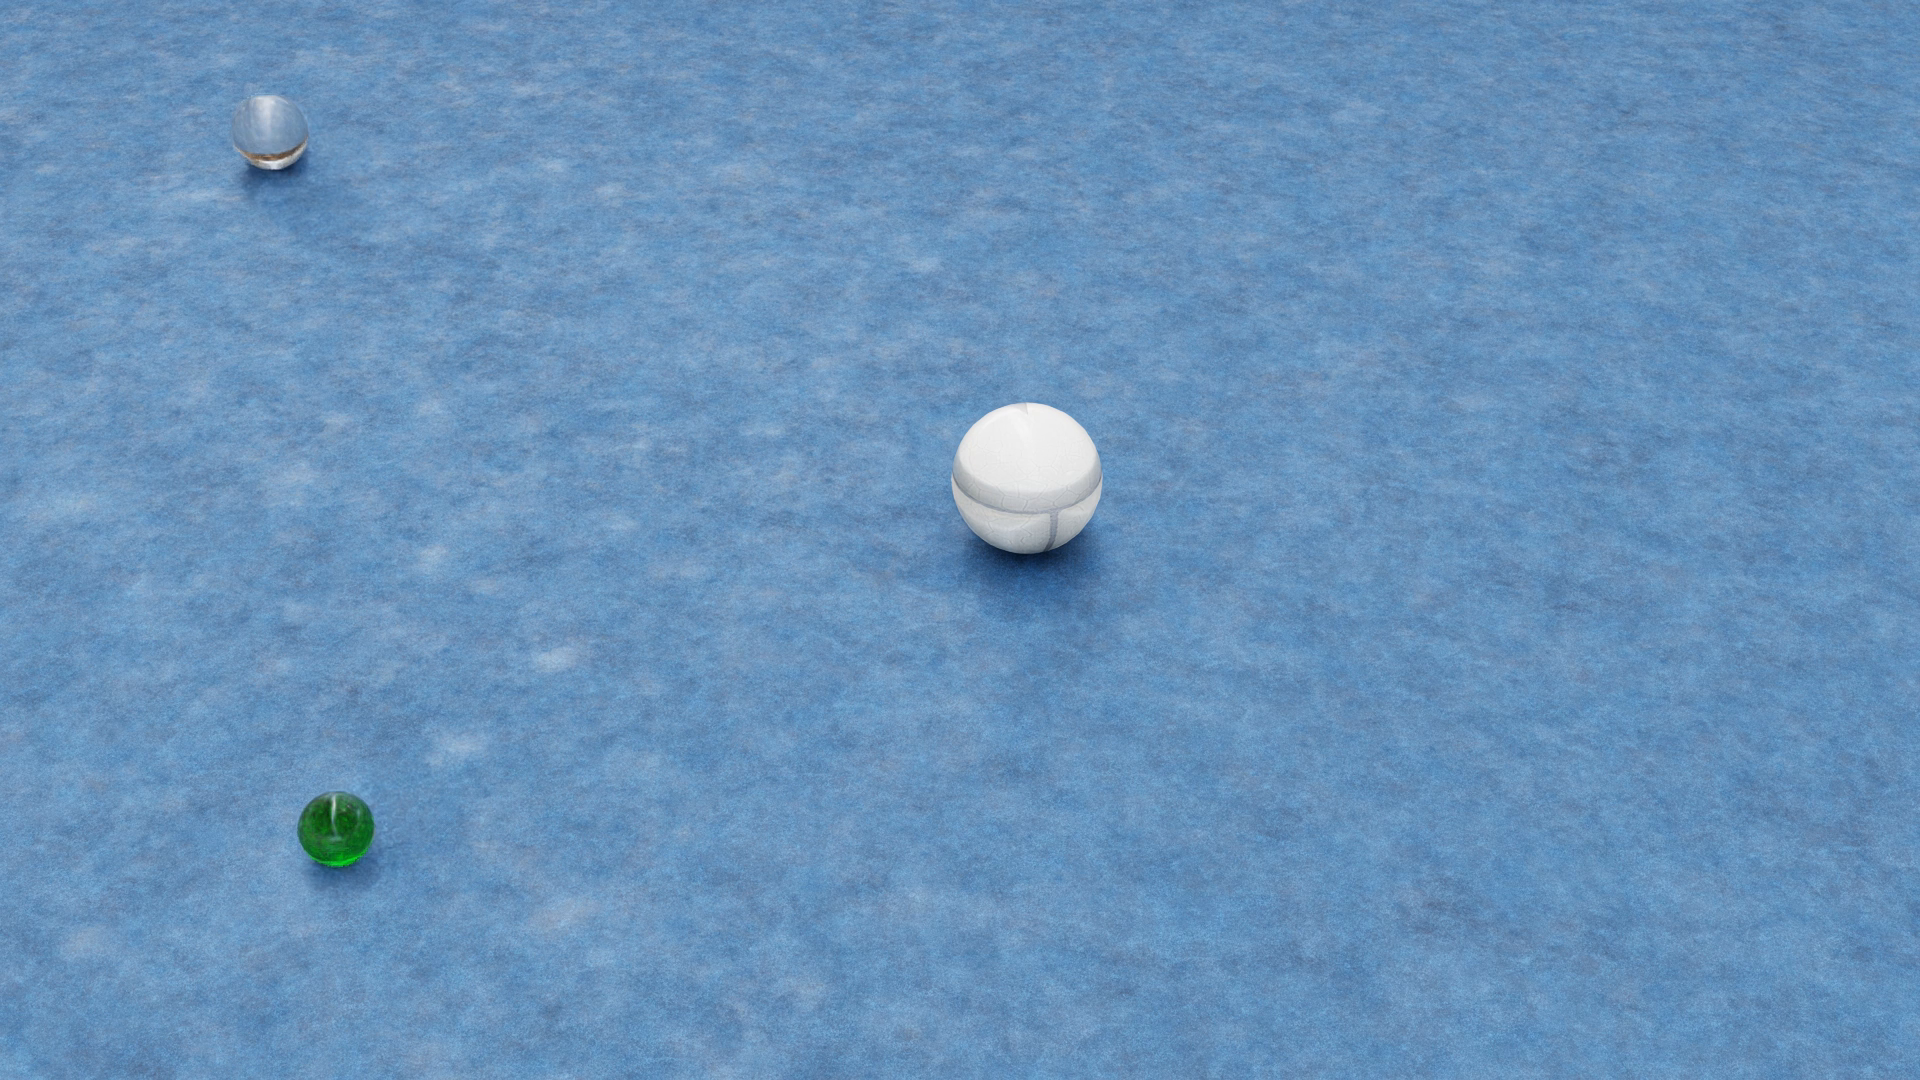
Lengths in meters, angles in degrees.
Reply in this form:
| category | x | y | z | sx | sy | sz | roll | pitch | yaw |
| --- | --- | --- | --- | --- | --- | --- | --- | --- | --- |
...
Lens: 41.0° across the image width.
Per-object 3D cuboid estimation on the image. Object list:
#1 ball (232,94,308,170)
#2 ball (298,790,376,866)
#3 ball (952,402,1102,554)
| category | x | y | z | sx | sy | sz | roll | pitch | yaw |
| --- | --- | --- | --- | --- | --- | --- | --- | --- | --- |
| ball | -0.531 | -0.314 | 1.976 | 0.057 | 0.057 | 0.057 | 0 | 37 | 0 |
| ball | -0.332 | 0.154 | 1.365 | 0.040 | 0.040 | 0.040 | 0 | 37 | 0 |
| ball | 0.041 | -0.038 | 1.577 | 0.093 | 0.093 | 0.093 | 0 | 37 | 0 |
